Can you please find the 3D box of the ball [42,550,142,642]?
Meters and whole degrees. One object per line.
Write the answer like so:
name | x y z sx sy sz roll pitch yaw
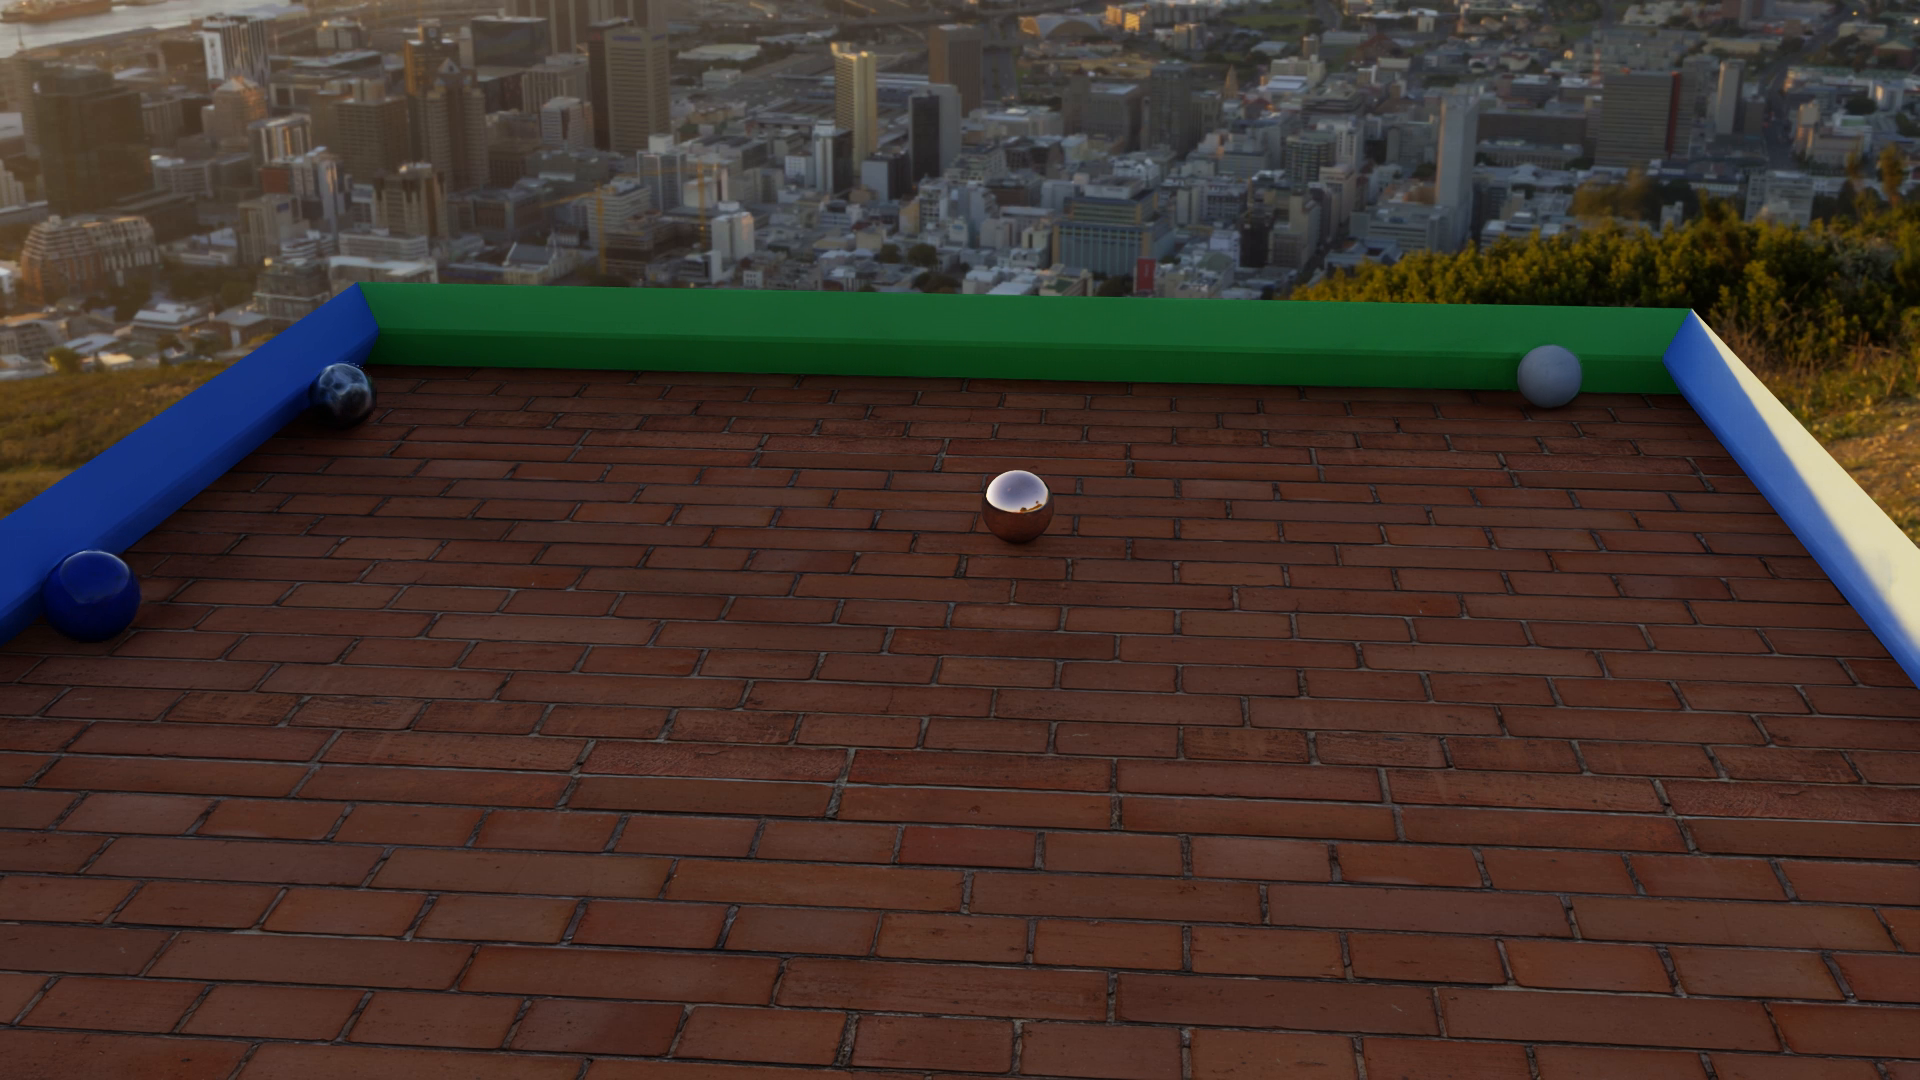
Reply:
ball | -0.924 0.059 2.341 0.098 0.098 0.098 0 20 0

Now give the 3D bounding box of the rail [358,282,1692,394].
rail | 0.070 -0.298 3.282 1.998 0.127 0.045 2 20 5

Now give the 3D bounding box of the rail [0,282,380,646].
rail | -1.044 0.240 1.793 0.045 0.127 3.391 2 20 5

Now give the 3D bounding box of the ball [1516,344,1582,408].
ball | 0.848 -0.235 3.163 0.092 0.092 0.092 0 20 0

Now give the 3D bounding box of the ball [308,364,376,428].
ball | -0.863 -0.201 3.071 0.090 0.090 0.090 0 20 0

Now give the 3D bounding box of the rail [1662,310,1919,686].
rail | 0.900 0.297 1.637 0.045 0.127 3.391 2 20 5

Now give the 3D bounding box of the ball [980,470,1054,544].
ball | 0.069 -0.040 2.630 0.088 0.088 0.088 0 20 0
